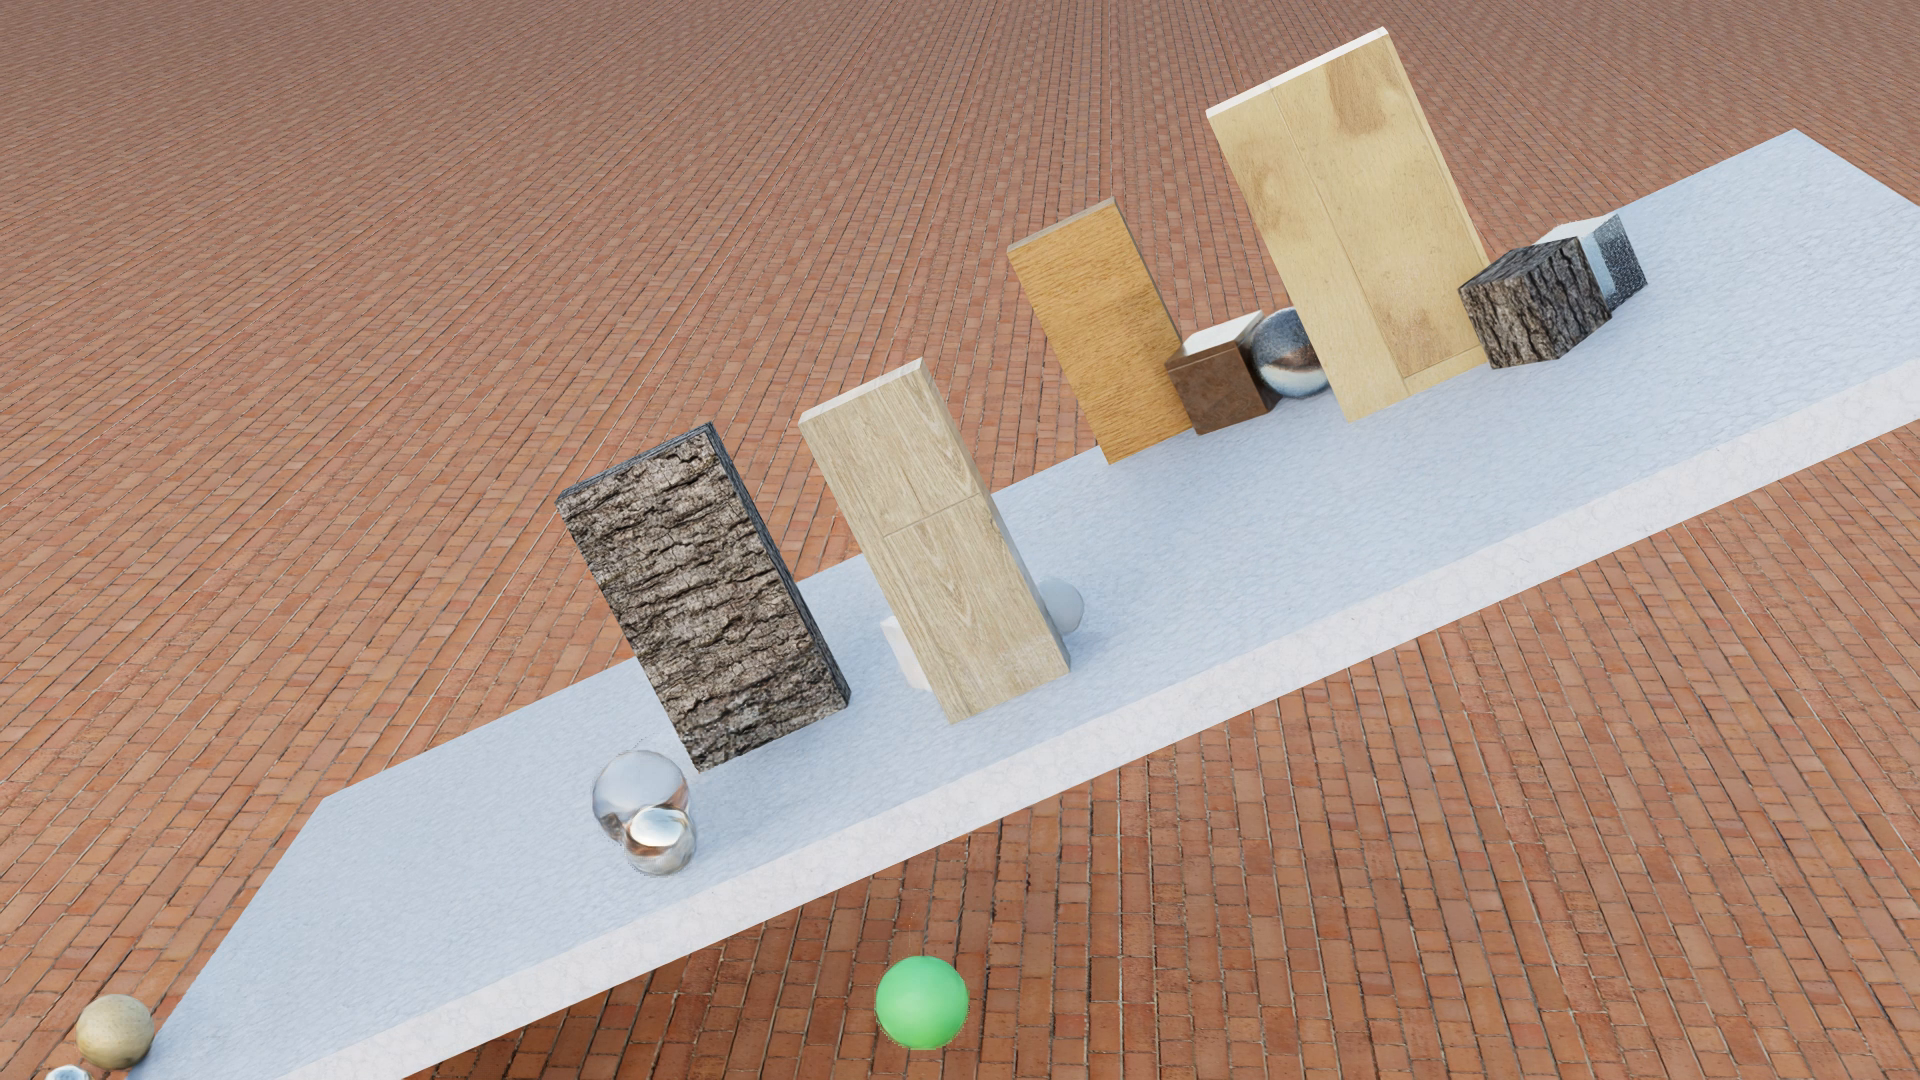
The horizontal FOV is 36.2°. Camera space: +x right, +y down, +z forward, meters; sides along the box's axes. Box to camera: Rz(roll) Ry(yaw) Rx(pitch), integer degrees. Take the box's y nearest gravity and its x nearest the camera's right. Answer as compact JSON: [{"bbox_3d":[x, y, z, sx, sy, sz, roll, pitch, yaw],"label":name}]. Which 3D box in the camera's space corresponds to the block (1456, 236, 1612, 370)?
[{"bbox_3d":[1.200,-0.494,6.142,0.190,0.190,0.190,-35,16,-31],"label":"block"}]

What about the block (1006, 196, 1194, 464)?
[{"bbox_3d":[0.357,-0.491,6.923,0.276,0.562,0.096,-24,13,9],"label":"block"}]

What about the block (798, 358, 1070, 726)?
[{"bbox_3d":[-0.044,0.005,5.596,0.254,0.656,0.096,-24,13,9],"label":"block"}]

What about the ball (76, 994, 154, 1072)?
[{"bbox_3d":[-1.745,1.017,6.076,0.158,0.158,0.158,0,16,0],"label":"ball"}]

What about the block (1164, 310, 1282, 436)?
[{"bbox_3d":[0.627,-0.388,6.828,0.191,0.191,0.191,-18,16,33],"label":"block"}]

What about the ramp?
[{"bbox_3d":[0.137,0.168,6.282,4.000,0.100,2.000,-24,13,9],"label":"ramp"}]

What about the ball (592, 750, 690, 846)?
[{"bbox_3d":[-0.628,0.511,5.793,0.194,0.194,0.194,0,16,0],"label":"ball"}]

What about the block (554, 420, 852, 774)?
[{"bbox_3d":[-0.528,0.122,6.091,0.347,0.648,0.103,-24,13,9],"label":"block"}]

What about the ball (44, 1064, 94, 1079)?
[{"bbox_3d":[-1.793,1.111,5.913,0.111,0.111,0.111,0,16,0],"label":"ball"}]

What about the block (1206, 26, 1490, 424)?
[{"bbox_3d":[0.864,-0.666,6.264,0.410,0.727,0.124,-24,13,9],"label":"block"}]

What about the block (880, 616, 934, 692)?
[{"bbox_3d":[-0.044,0.203,5.951,0.148,0.148,0.148,-31,14,-18],"label":"block"}]

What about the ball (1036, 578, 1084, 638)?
[{"bbox_3d":[0.184,0.134,5.748,0.117,0.117,0.117,0,16,0],"label":"ball"}]

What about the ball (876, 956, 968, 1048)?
[{"bbox_3d":[-0.067,0.819,5.216,0.164,0.164,0.164,0,16,0],"label":"ball"}]

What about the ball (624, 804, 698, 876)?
[{"bbox_3d":[-0.568,0.568,5.584,0.138,0.138,0.138,0,16,0],"label":"ball"}]

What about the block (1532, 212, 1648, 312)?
[{"bbox_3d":[1.319,-0.571,6.255,0.168,0.168,0.168,-35,16,-31],"label":"block"}]

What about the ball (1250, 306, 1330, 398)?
[{"bbox_3d":[0.763,-0.426,6.681,0.207,0.207,0.207,0,16,0],"label":"ball"}]
